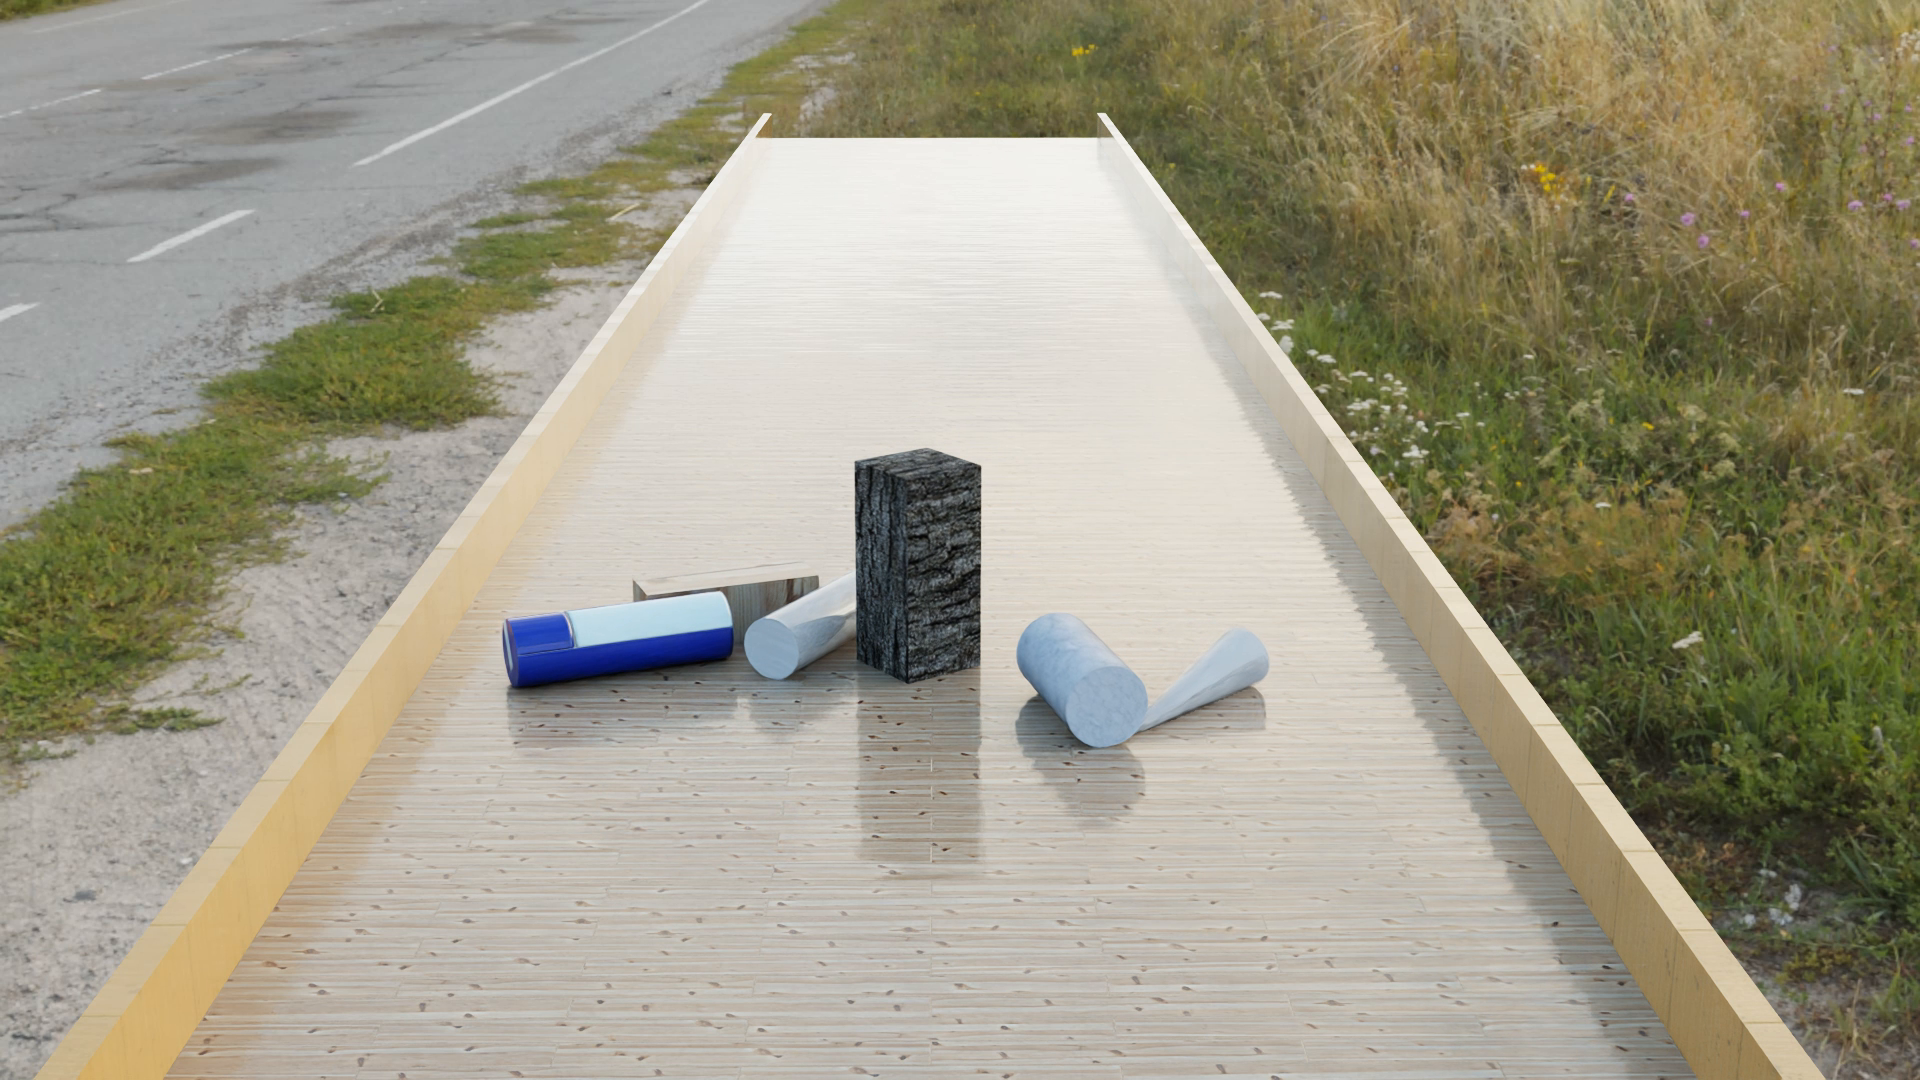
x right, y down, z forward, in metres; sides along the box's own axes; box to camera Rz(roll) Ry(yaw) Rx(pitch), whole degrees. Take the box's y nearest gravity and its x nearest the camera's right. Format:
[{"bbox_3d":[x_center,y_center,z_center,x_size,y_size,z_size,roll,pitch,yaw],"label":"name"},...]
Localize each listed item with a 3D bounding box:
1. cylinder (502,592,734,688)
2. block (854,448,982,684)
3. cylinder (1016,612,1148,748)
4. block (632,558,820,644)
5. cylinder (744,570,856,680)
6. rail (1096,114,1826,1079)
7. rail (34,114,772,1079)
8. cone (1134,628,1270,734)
[{"bbox_3d":[-0.672,0.194,4.336,0.431,0.135,0.135,-7,18,-23],"label":"cylinder"},{"bbox_3d":[-0.083,0.048,4.342,0.178,0.412,0.178,-12,21,-35],"label":"block"},{"bbox_3d":[0.224,0.256,4.092,0.156,0.156,0.313,-4,17,-14],"label":"cylinder"},{"bbox_3d":[-0.483,0.135,4.553,0.363,0.125,0.125,-7,18,-21],"label":"block"},{"bbox_3d":[-0.283,0.166,4.449,0.126,0.126,0.368,8,19,26],"label":"cylinder"},{"bbox_3d":[0.932,-0.844,7.801,0.050,0.150,12.000,0,17,-1],"label":"rail"},{"bbox_3d":[-1.118,-0.838,7.780,0.050,0.150,12.000,0,17,-1],"label":"rail"},{"bbox_3d":[0.413,0.297,4.128,0.117,0.117,0.424,14,29,39],"label":"cone"}]
